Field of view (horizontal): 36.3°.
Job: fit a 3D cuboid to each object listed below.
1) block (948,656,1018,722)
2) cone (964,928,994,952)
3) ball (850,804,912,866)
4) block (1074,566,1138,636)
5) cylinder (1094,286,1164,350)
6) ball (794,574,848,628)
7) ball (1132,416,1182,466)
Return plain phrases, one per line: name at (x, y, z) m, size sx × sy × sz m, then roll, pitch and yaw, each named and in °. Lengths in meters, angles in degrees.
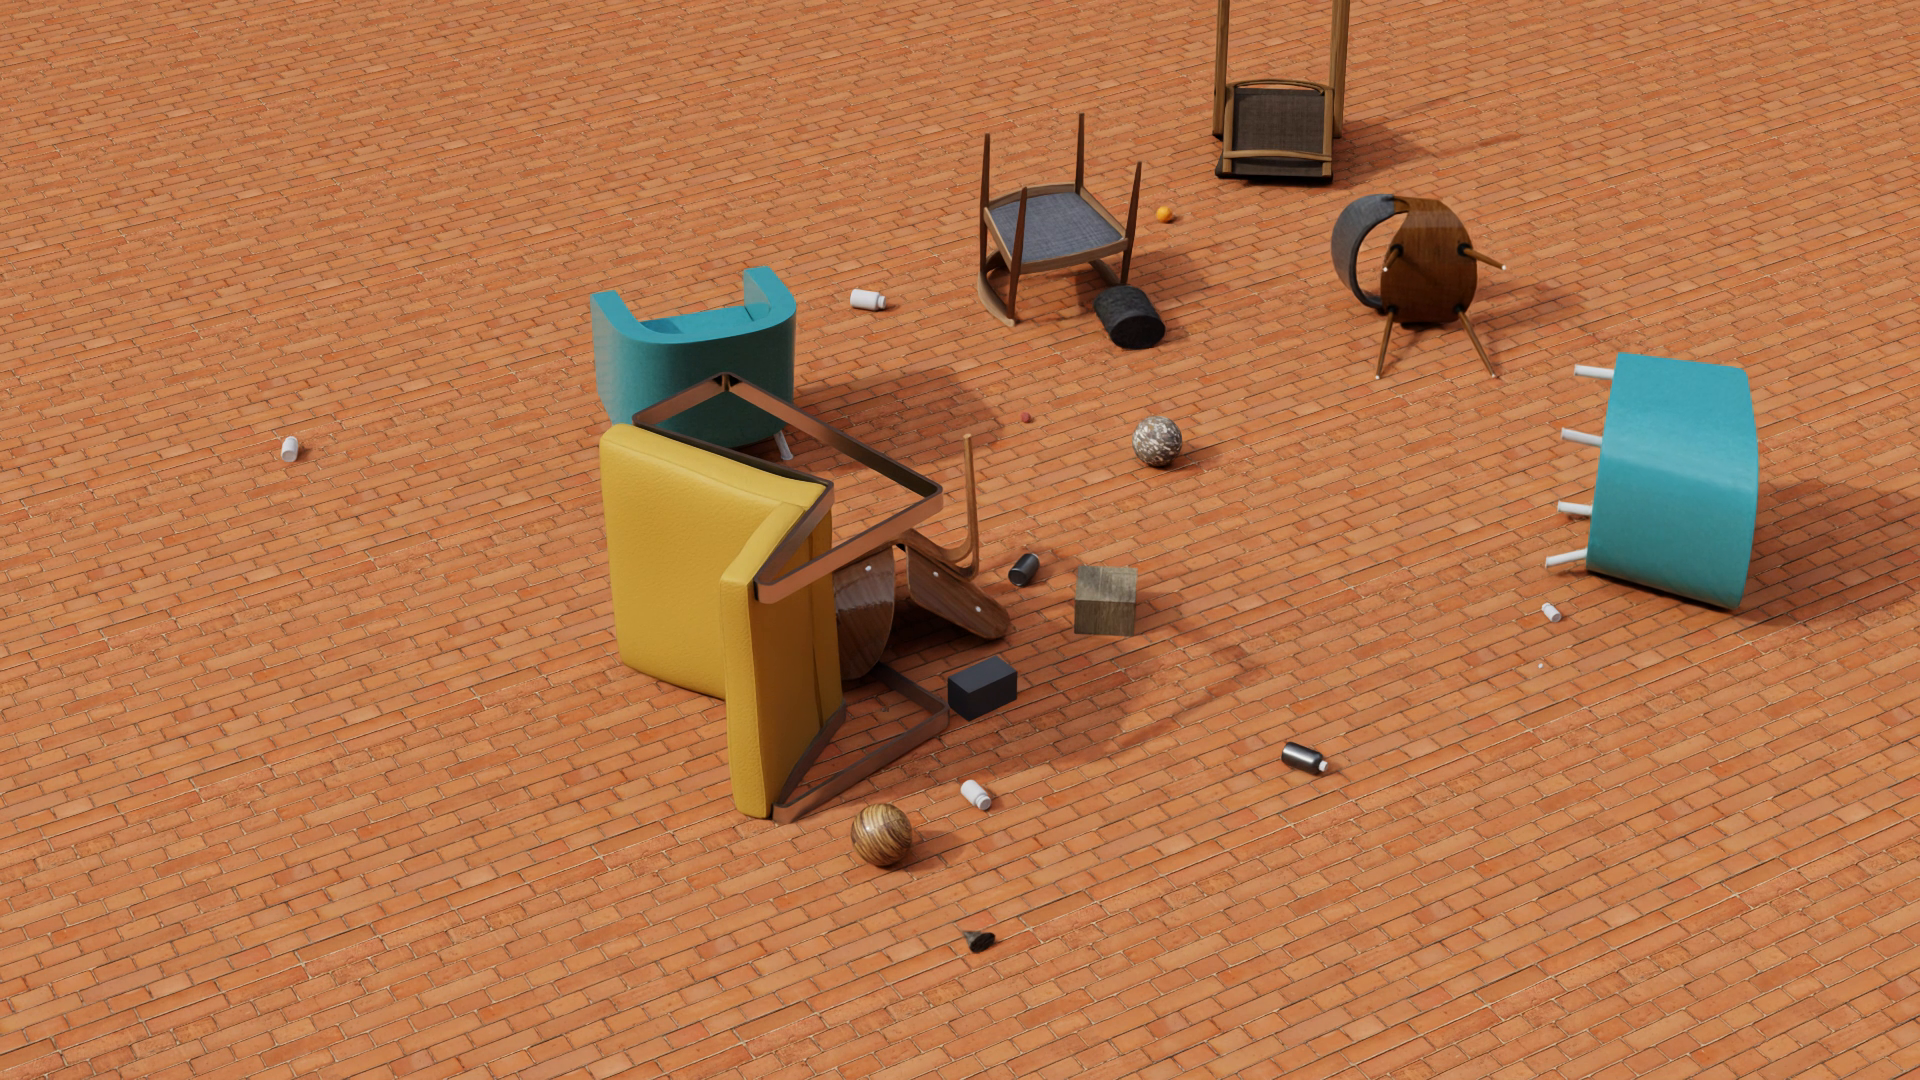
block at (0.077, 0.509, 10.062) m, size 0.211 × 0.121 × 0.118 m, roll -23°, pitch 40°, yaw -31°
cone at (0.038, 1.225, 9.061) m, size 0.094 × 0.057 × 0.114 m, roll -35°, pitch 23°, yaw -28°
ball at (-0.250, 0.938, 9.340) m, size 0.199 × 0.199 × 0.199 m, roll 0°, pitch 33°, yaw 0°
block at (0.521, 0.217, 10.480) m, size 0.213 × 0.148 × 0.219 m, roll 3°, pitch 33°, yaw 4°
cylinder at (0.702, -0.926, 12.202) m, size 0.235 × 0.161 × 0.265 m, roll -3°, pitch 33°, yaw -14°
ball at (-0.494, 0.216, 10.441) m, size 0.192 × 0.192 × 0.192 m, roll 0°, pitch 33°, yaw 0°
ball at (0.763, -0.383, 11.348) m, size 0.196 × 0.196 × 0.196 m, roll 0°, pitch 33°, yaw 0°
